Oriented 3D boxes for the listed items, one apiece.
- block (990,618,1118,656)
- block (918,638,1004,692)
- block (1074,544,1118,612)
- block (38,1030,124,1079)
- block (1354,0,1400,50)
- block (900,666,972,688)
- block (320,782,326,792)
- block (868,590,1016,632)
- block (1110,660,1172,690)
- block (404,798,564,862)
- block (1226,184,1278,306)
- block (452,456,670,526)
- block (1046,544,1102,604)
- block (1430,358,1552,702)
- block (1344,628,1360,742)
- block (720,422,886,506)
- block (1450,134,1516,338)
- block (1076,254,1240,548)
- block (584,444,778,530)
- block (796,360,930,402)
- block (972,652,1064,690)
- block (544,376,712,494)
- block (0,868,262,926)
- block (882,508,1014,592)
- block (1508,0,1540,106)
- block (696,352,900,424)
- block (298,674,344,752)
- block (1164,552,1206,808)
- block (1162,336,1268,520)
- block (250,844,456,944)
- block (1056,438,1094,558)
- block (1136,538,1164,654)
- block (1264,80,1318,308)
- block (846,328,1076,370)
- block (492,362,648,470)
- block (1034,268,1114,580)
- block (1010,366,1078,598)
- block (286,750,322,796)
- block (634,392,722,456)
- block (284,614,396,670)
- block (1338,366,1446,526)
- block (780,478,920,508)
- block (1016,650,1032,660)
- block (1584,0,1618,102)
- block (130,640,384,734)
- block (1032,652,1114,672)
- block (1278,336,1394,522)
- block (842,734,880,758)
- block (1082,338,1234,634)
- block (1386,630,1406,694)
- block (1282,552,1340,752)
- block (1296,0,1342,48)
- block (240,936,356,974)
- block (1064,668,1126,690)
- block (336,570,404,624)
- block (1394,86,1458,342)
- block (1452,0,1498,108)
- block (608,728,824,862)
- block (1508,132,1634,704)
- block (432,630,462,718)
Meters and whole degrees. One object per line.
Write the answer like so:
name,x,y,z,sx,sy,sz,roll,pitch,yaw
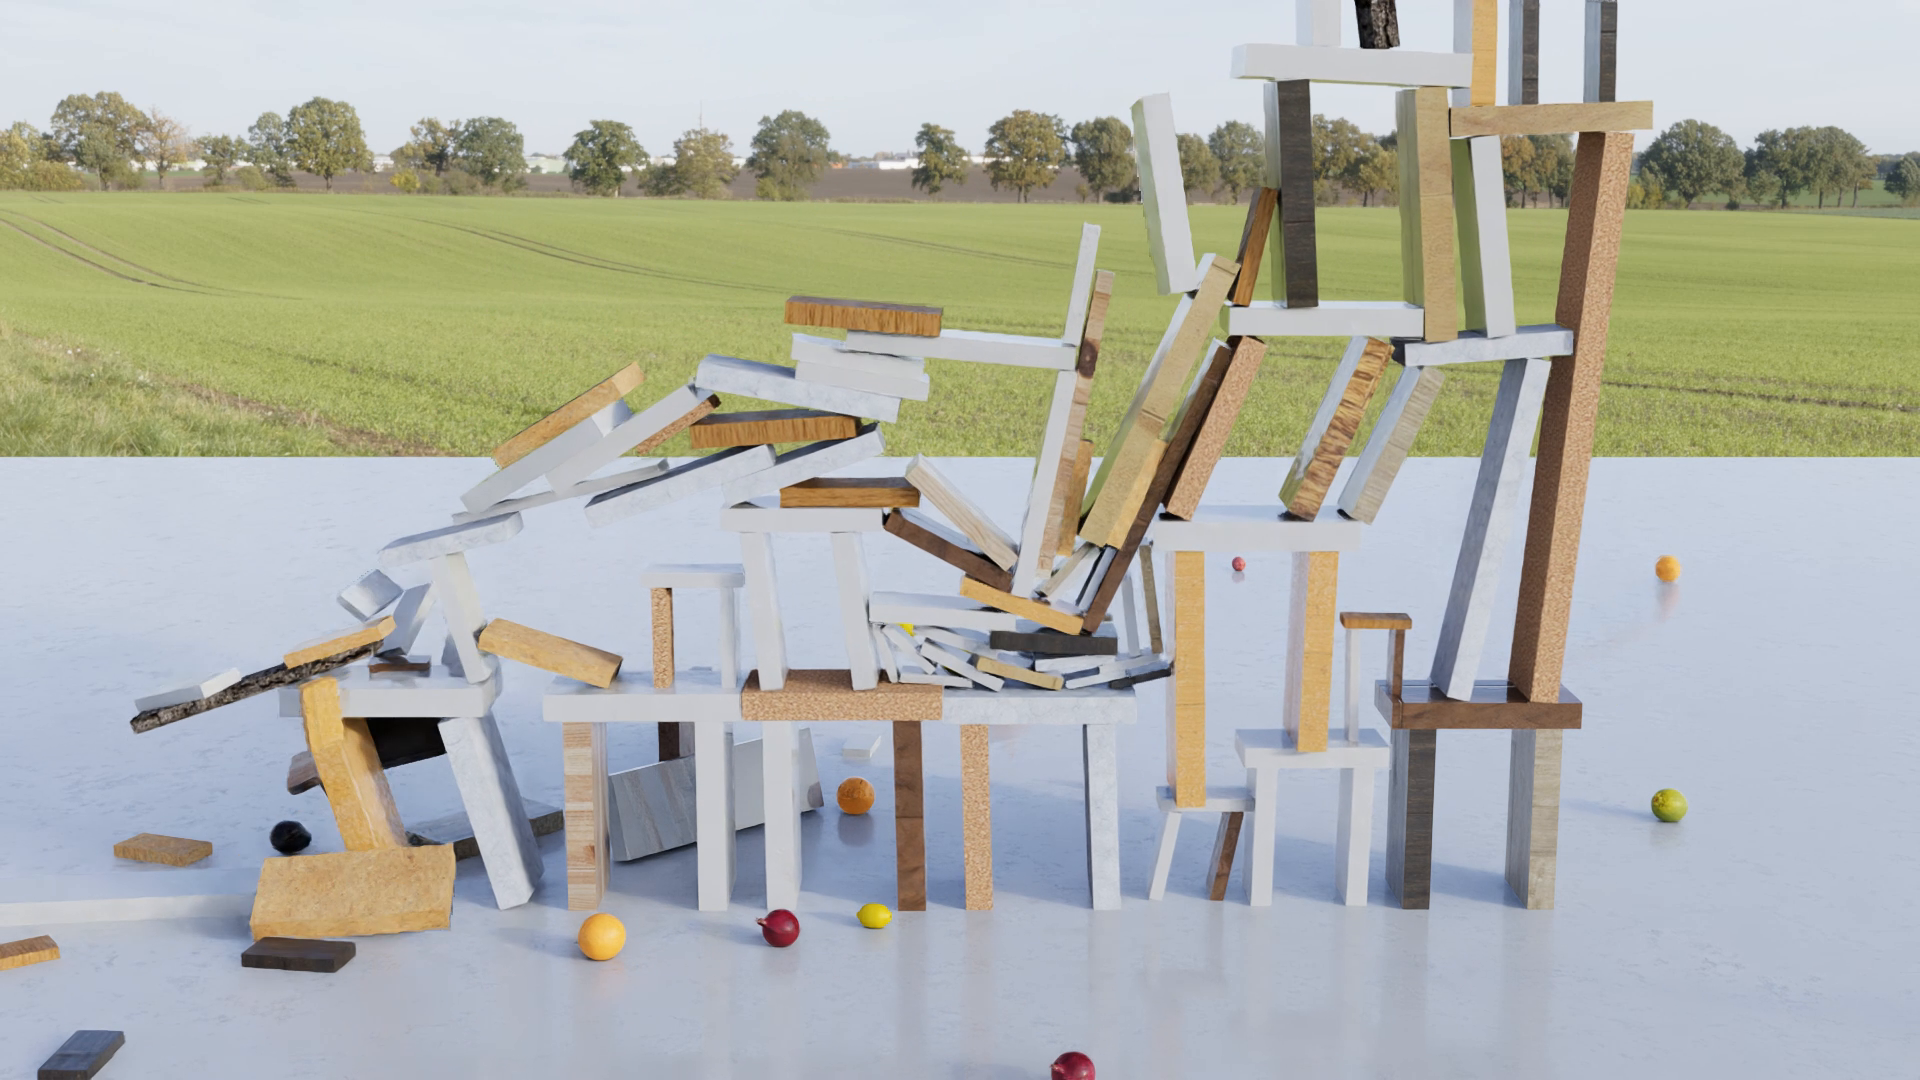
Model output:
block,0.151,0.156,3.573,0.203,0.029,0.102,3,11,-1
block,0.004,0.200,3.590,0.144,0.020,0.072,26,11,-2
block,0.220,0.058,3.560,0.016,0.116,0.058,25,5,-4
block,-1.198,0.704,3.002,0.066,0.019,0.131,0,11,0
block,0.634,-0.894,3.400,0.038,0.269,0.135,-9,10,2
block,-0.038,0.223,3.593,0.117,0.015,0.054,4,10,2
block,-1.030,0.407,3.727,0.097,0.049,0.014,-31,9,5
block,-0.027,0.115,3.576,0.235,0.029,0.102,4,11,0
block,0.294,0.220,3.595,0.100,0.014,0.050,-13,11,3
block,-0.856,0.519,3.949,0.131,0.037,0.261,9,14,39
block,0.461,-0.465,3.468,0.026,0.185,0.092,13,10,-2
block,-0.655,-0.079,3.608,0.355,0.020,0.071,-13,11,7
block,0.184,0.052,3.561,0.016,0.116,0.058,42,8,-3
block,0.854,-0.025,3.554,0.037,0.557,0.131,11,10,-2
block,0.643,0.232,3.606,0.015,0.189,0.054,0,11,2
block,-0.251,-0.123,3.537,0.261,0.037,0.131,-19,10,3
block,0.824,-0.481,3.468,0.044,0.308,0.154,-7,10,2
block,0.311,-0.227,3.524,0.043,0.491,0.153,25,7,-4
block,-0.448,-0.094,3.542,0.306,0.037,0.131,-19,10,1
block,-0.155,-0.261,3.509,0.211,0.030,0.105,10,11,-4
block,0.093,0.209,3.586,0.144,0.020,0.072,15,11,-10
block,-0.531,-0.172,3.536,0.273,0.039,0.136,-31,9,10
block,-1.492,0.586,3.587,0.690,0.037,0.131,-1,11,-7
block,-0.017,0.009,3.552,0.220,0.031,0.110,27,10,-5
block,0.877,-0.768,3.420,0.025,0.179,0.090,-2,10,0
block,-0.254,-0.243,3.507,0.319,0.039,0.136,10,11,-2
block,-1.014,0.276,3.492,0.057,0.114,0.016,-20,30,-37
block,0.368,0.210,3.599,0.046,0.422,0.164,-1,11,0
block,0.403,-0.188,3.524,0.043,0.301,0.150,23,10,-4
block,-0.963,0.562,3.503,0.299,0.042,0.149,-4,35,-5
block,0.183,-0.070,3.549,0.026,0.186,0.093,11,5,-2
block,0.307,0.090,3.570,0.018,0.179,0.064,-8,11,1
block,0.520,-0.546,3.461,0.049,0.346,0.173,-4,10,1
block,0.004,-0.309,3.489,0.359,0.034,0.121,5,11,2
block,-0.624,-0.200,3.512,0.242,0.034,0.121,-29,10,18
block,0.180,-0.186,3.521,0.026,0.497,0.093,11,9,-2
block,0.133,-0.097,3.523,0.030,0.369,0.105,11,11,-2
block,-1.041,0.356,3.875,0.337,0.021,0.075,-24,43,16
block,-0.451,-0.185,3.521,0.142,0.020,0.071,-31,8,9
block,-1.004,0.164,3.564,0.164,0.023,0.082,-17,10,5
block,0.690,-0.159,3.528,0.037,0.263,0.131,25,10,-4
block,-0.175,-0.077,3.545,0.220,0.031,0.110,0,11,0
block,0.120,0.221,3.785,0.058,0.117,0.017,31,-30,-17
block,0.996,-0.771,3.419,0.025,0.179,0.090,-2,10,0
block,-1.142,0.233,3.579,0.406,0.023,0.082,-18,10,1
block,0.184,0.191,3.582,0.129,0.018,0.064,-6,12,-1
block,0.600,-0.186,3.520,0.043,0.301,0.150,23,10,-3
block,-0.202,0.422,4.527,0.059,0.017,0.117,2,11,9
block,0.313,-0.087,3.531,0.026,0.502,0.092,25,11,-4
block,0.712,0.193,3.598,0.015,0.109,0.054,1,11,0
block,0.571,0.165,3.586,0.046,0.328,0.164,2,10,-1
block,0.553,-0.916,3.392,0.043,0.307,0.153,-1,11,-1
block,-1.012,0.635,3.368,0.150,0.021,0.075,2,11,9
block,0.221,0.222,3.593,0.100,0.014,0.050,-12,10,4
block,-0.972,0.092,3.626,0.057,0.016,0.114,39,28,0
block,0.736,-0.516,3.475,0.049,0.389,0.173,-4,10,1
block,0.798,-0.852,3.403,0.038,0.355,0.135,-1,10,0
block,-0.442,0.455,3.971,0.448,0.149,0.042,-10,-1,-43
block,0.974,-0.195,3.520,0.044,0.902,0.154,5,11,0
block,-0.858,0.227,3.727,0.049,0.154,0.014,2,-24,11
